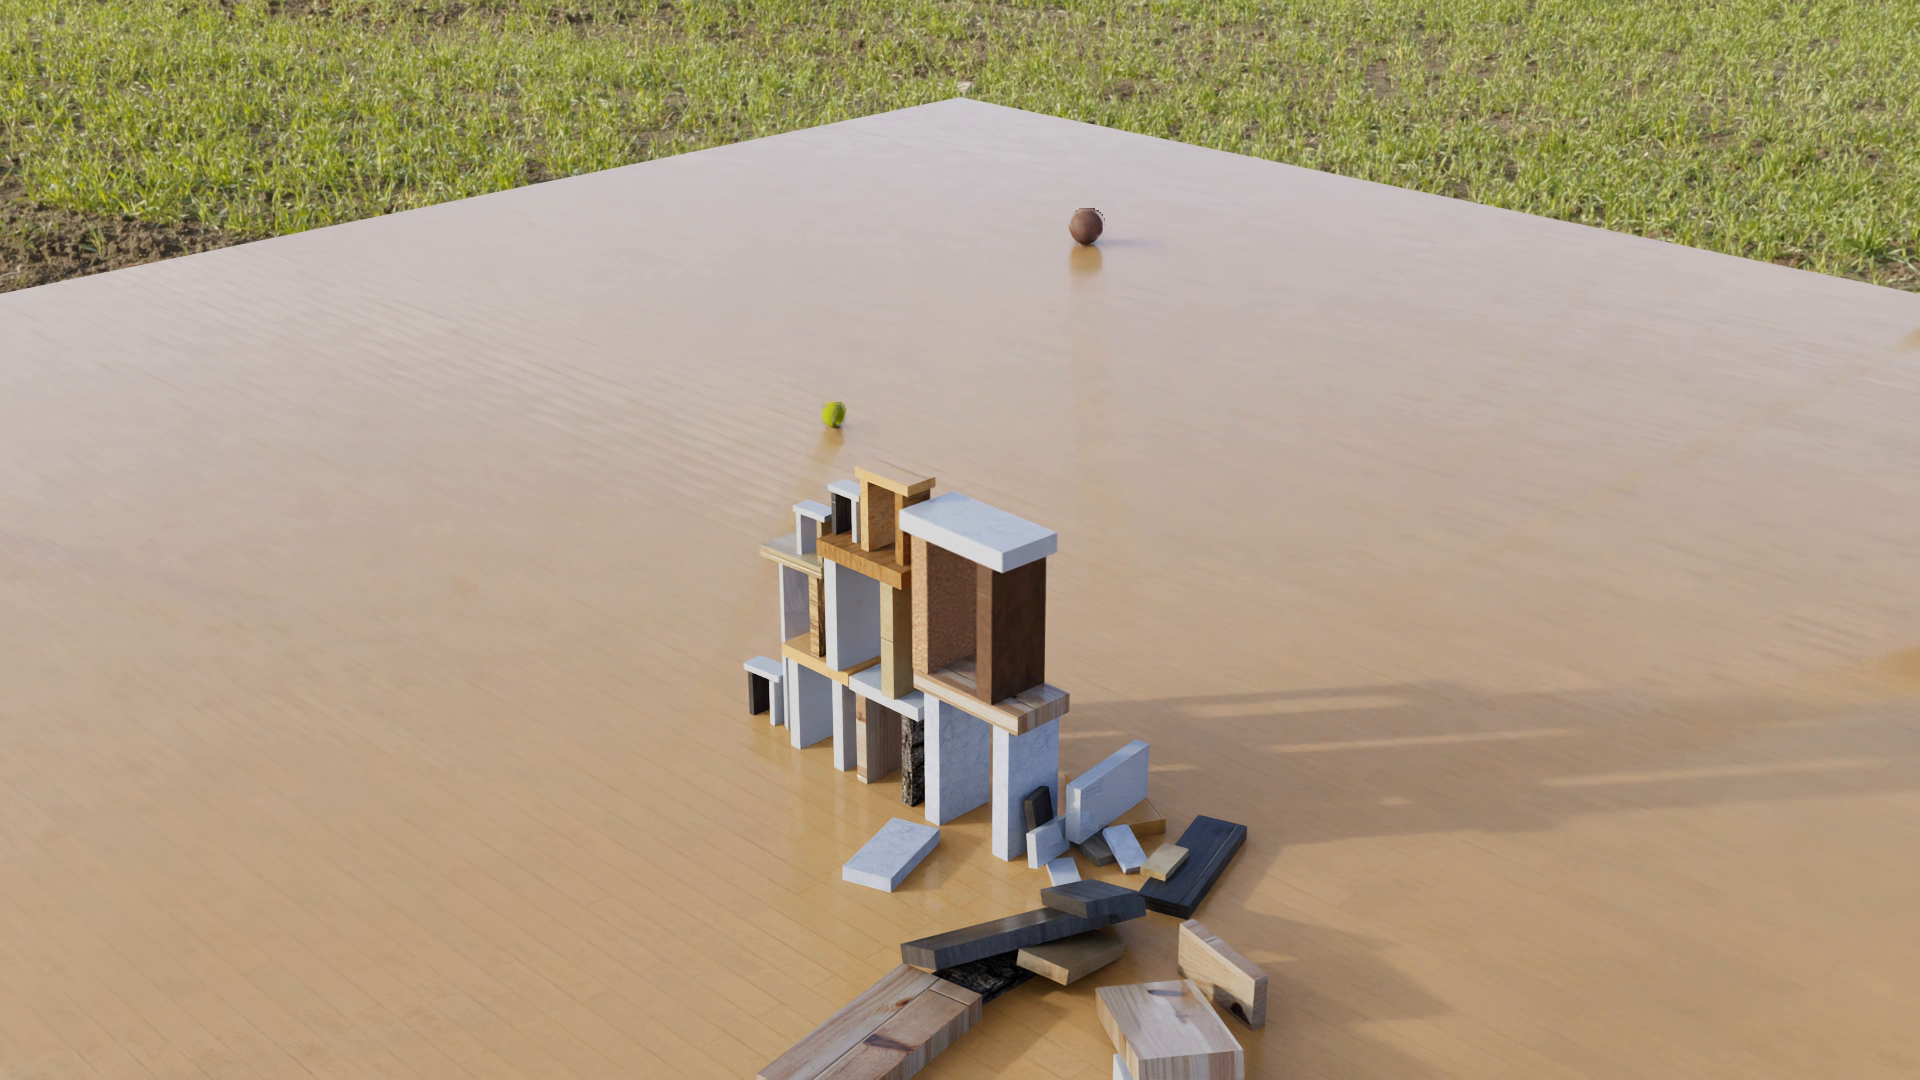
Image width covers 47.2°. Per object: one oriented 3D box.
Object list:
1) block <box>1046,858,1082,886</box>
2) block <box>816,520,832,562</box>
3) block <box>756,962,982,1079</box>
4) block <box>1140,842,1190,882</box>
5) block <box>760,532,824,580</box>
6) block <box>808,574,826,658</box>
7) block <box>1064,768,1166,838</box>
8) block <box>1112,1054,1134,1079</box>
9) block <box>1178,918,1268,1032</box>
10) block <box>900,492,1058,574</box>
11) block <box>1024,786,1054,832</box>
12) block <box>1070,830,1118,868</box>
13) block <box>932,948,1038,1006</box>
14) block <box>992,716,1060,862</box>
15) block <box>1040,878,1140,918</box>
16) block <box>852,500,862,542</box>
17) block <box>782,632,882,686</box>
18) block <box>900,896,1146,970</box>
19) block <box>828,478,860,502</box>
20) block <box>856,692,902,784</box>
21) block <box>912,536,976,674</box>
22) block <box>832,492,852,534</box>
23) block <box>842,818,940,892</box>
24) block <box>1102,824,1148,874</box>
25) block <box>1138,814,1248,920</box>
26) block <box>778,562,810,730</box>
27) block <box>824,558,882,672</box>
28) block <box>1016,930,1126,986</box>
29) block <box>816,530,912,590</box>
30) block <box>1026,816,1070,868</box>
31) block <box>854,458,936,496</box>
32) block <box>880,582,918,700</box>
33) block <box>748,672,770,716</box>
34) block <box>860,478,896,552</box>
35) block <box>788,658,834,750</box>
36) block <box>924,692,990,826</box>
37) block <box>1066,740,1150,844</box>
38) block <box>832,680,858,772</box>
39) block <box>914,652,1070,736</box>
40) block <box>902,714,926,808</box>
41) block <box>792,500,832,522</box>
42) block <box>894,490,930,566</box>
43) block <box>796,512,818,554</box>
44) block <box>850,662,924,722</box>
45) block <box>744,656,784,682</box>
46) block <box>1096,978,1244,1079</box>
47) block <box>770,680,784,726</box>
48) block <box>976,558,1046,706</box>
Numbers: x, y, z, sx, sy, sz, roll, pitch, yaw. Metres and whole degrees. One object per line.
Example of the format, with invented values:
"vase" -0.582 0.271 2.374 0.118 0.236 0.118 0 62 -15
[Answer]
"block" 0.201 0.645 4.222 0.053 0.015 0.106 -3 23 -8
"block" -0.272 -0.003 4.512 0.013 0.092 0.046 20 30 39
"block" -0.147 0.850 3.696 0.171 0.048 0.395 16 28 32
"block" 0.392 0.616 4.215 0.053 0.015 0.106 13 26 28
"block" -0.320 0.032 4.580 0.183 0.026 0.091 20 30 39
"block" -0.270 0.145 4.581 0.091 0.183 0.026 -21 31 -41
"block" 0.313 0.533 4.462 0.120 0.034 0.239 -8 24 -18
"block" 0.366 0.932 3.501 0.171 0.048 0.342 -4 23 -9
"block" 0.457 0.758 3.841 0.029 0.104 0.208 -14 27 -29
"block" 0.033 -0.017 4.180 0.143 0.041 0.286 -20 30 -39
"block" 0.158 0.554 4.280 0.019 0.135 0.068 2 21 32
"block" 0.264 0.597 4.330 0.067 0.019 0.135 -12 26 -26
"block" 0.055 0.767 3.916 0.205 0.029 0.103 -20 30 -39
"block" 0.128 0.470 4.288 0.041 0.286 0.143 21 31 40
"block" 0.234 0.649 3.982 0.104 0.029 0.208 -8 1 -20
"block" -0.196 -0.044 4.421 0.045 0.091 0.013 -21 31 -41
"block" -0.267 0.245 4.616 0.103 0.029 0.207 -21 31 -41
"block" 0.117 0.698 3.939 0.445 0.034 0.120 -8 1 -30
"block" -0.218 -0.100 4.421 0.091 0.013 0.045 21 31 40
"block" -0.167 0.395 4.569 0.102 0.203 0.029 -21 31 -41
"block" -0.029 0.105 4.310 0.041 0.286 0.143 20 30 39
"block" -0.239 -0.060 4.461 0.045 0.091 0.013 -21 31 -41
"block" -0.132 0.611 4.282 0.104 0.029 0.208 11 25 24
"block" 0.323 0.601 4.279 0.053 0.015 0.106 -8 44 -22
"block" 0.450 0.628 4.243 0.103 0.029 0.326 11 25 24
"block" -0.336 0.211 4.728 0.091 0.419 0.026 -9 24 -19
"block" -0.219 0.137 4.518 0.123 0.247 0.035 -21 31 -40
"block" 0.199 0.736 3.919 0.103 0.029 0.205 17 14 30
"block" -0.159 0.030 4.408 0.247 0.035 0.123 21 31 40
"block" 0.172 0.584 4.263 0.019 0.068 0.135 0 9 31
"block" -0.127 -0.124 4.315 0.075 0.021 0.150 -21 31 -40
"block" -0.102 0.184 4.411 0.123 0.251 0.035 -21 31 -41
"block" -0.441 0.329 4.850 0.053 0.105 0.015 -21 31 -41
"block" -0.163 -0.059 4.382 0.021 0.150 0.075 21 31 41
"block" -0.315 0.335 4.707 0.029 0.207 0.103 21 31 41
"block" -0.005 0.417 4.412 0.041 0.286 0.143 21 31 41
"block" 0.293 0.496 4.351 0.034 0.120 0.239 17 28 35
"block" -0.218 0.373 4.617 0.104 0.207 0.029 -21 31 -41
"block" 0.060 0.293 4.286 0.143 0.041 0.286 -21 31 -40
"block" -0.071 0.433 4.480 0.029 0.203 0.102 21 31 41
"block" -0.294 -0.060 4.511 0.092 0.013 0.046 20 30 38
"block" -0.092 -0.031 4.316 0.075 0.150 0.021 -21 31 -40
"block" -0.317 -0.019 4.550 0.013 0.092 0.046 20 30 39
"block" -0.120 0.307 4.479 0.102 0.029 0.203 -21 31 -41
"block" -0.417 0.282 4.807 0.105 0.015 0.053 18 29 37
"block" 0.344 0.818 3.659 0.171 0.048 0.342 -4 8 -7
"block" -0.391 0.349 4.804 0.053 0.105 0.015 -21 32 -41
"block" 0.098 0.158 4.184 0.143 0.286 0.041 -20 30 -39
